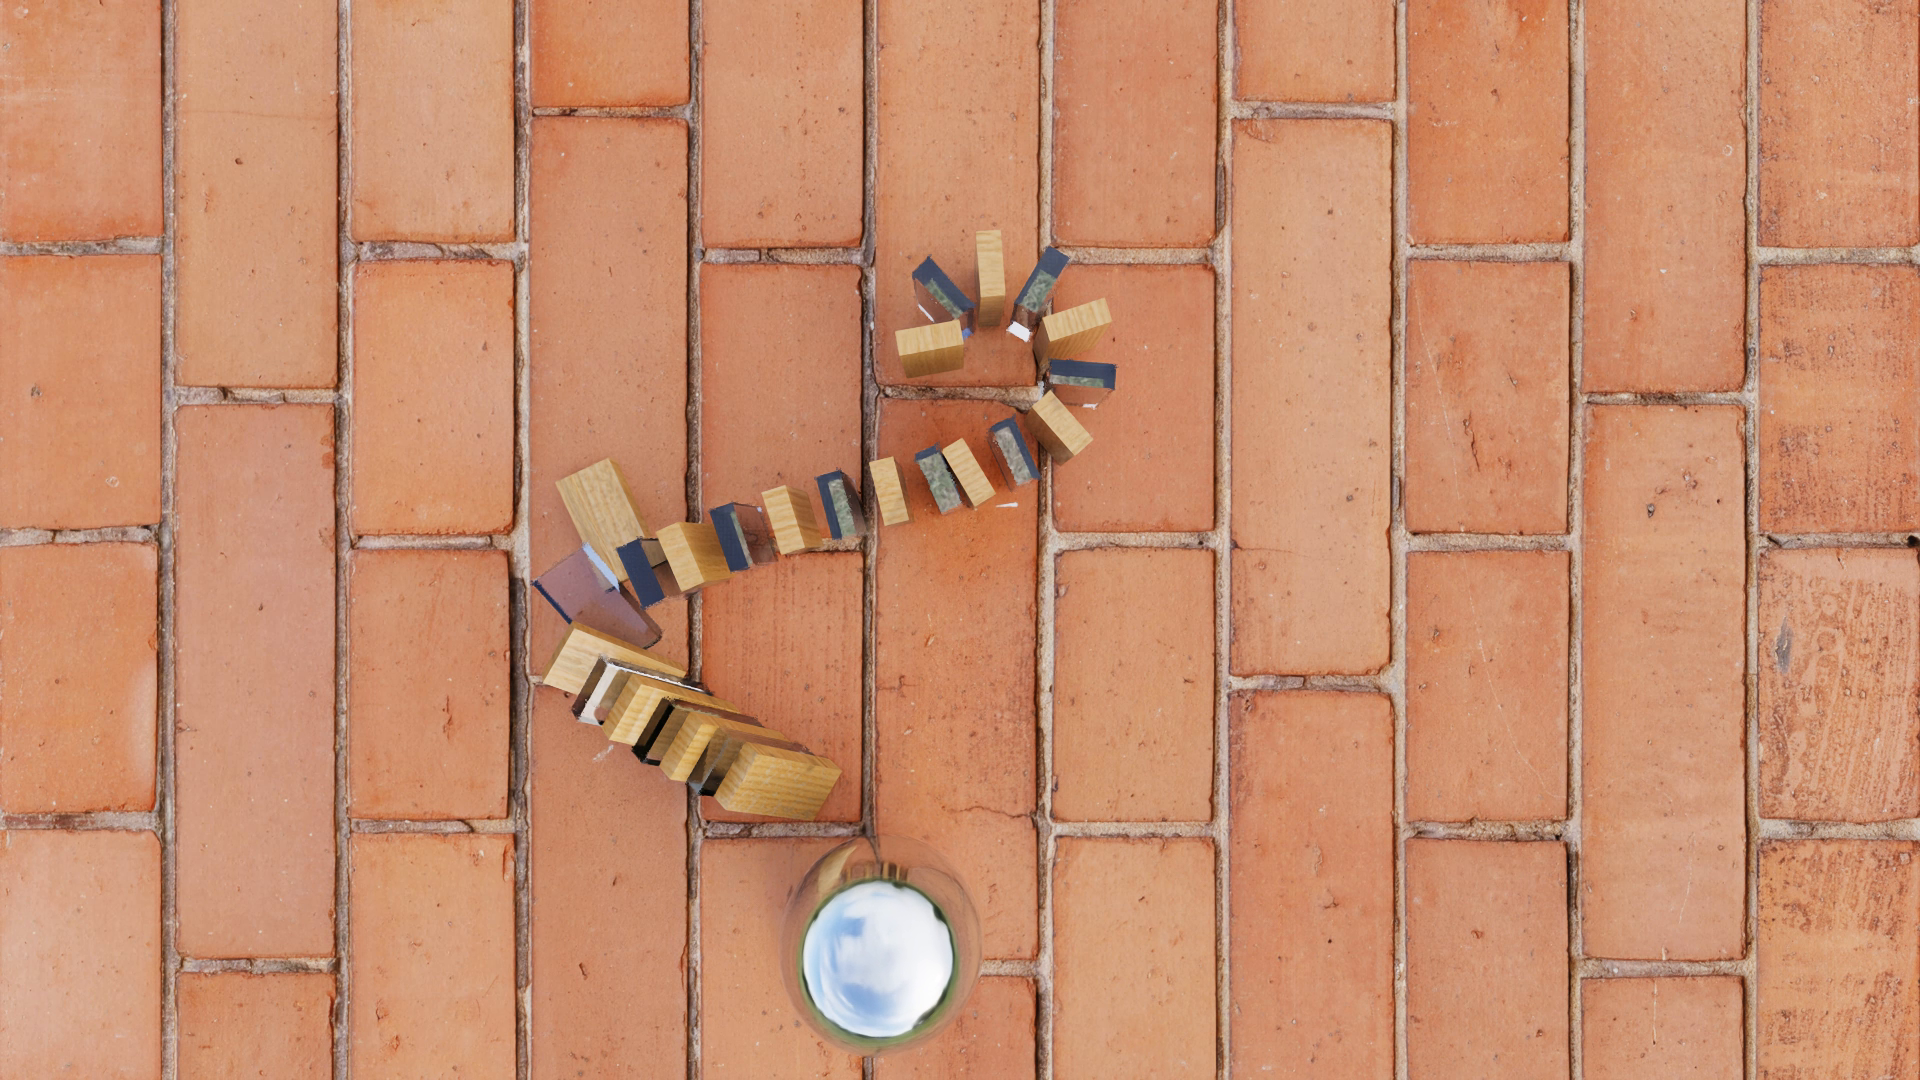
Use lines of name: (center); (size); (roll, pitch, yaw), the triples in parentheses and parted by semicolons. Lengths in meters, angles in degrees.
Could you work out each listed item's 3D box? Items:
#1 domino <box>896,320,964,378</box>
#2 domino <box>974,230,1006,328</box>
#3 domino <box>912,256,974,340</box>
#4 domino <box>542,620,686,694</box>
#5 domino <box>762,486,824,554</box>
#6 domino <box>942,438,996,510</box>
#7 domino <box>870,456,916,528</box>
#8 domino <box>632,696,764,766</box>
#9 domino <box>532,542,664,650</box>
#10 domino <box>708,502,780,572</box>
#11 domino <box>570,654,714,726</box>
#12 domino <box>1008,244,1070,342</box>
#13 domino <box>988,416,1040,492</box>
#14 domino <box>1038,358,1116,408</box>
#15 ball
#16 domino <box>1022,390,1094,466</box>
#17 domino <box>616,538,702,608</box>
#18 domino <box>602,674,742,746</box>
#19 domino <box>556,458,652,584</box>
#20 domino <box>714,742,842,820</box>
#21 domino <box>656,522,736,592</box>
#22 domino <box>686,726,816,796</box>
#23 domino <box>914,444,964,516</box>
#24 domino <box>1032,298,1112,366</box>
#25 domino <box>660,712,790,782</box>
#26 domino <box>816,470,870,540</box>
domino: (-0.012, -0.077, 0.375); (0.025, 0.050, 0.009); (-10, 90, 0)
domino: (0.012, -0.106, 0.375); (0.009, 0.050, 0.025); (-4, 90, 0)
domino: (-0.007, -0.096, 0.375); (0.009, 0.050, 0.025); (-43, 90, 0)
domino: (-0.144, 0.056, 0.383); (0.050, 0.009, 0.025); (30, 90, -32)
domino: (-0.068, -0.008, 0.375); (0.010, 0.050, 0.025); (-18, 90, 0)
domino: (0.003, -0.026, 0.375); (0.009, 0.050, 0.025); (-31, 90, 0)
domino: (-0.027, -0.019, 0.375); (0.009, 0.050, 0.025); (-14, 90, 0)
domino: (-0.106, 0.082, 0.378); (0.009, 0.050, 0.025); (30, 90, 40)
domino: (-0.152, 0.029, 0.387); (0.025, 0.010, 0.050); (-34, 109, 0)
domino: (-0.087, -0.001, 0.375); (0.009, 0.050, 0.025); (-19, 90, 0)
domino: (-0.131, 0.067, 0.379); (0.050, 0.009, 0.025); (28, 92, -43)
domino: (0.032, -0.100, 0.375); (0.010, 0.050, 0.025); (31, 90, 0)
domino: (0.021, -0.034, 0.375); (0.009, 0.050, 0.025); (-24, 90, 0)
domino: (0.047, -0.064, 0.375); (0.025, 0.050, 0.009); (5, 90, 0)
ball: (-0.031, 0.157, 0.360); (0.080, 0.080, 0.080); (0, 90, 0)
domino: (0.039, -0.045, 0.375); (0.009, 0.050, 0.025); (-41, 90, 0)
domino: (-0.122, 0.013, 0.375); (0.010, 0.050, 0.025); (-25, 90, 0)
domino: (-0.118, 0.074, 0.379); (0.050, 0.009, 0.025); (30, 90, -45)
domino: (-0.151, -0.007, 0.395); (0.025, 0.010, 0.050); (-25, 90, 0)
domino: (-0.074, 0.100, 0.378); (0.010, 0.050, 0.025); (30, 90, 40)
domino: (-0.107, 0.006, 0.375); (0.009, 0.050, 0.025); (-24, 90, 0)
domino: (-0.085, 0.094, 0.378); (0.009, 0.050, 0.025); (30, 90, 40)
domino: (-0.008, -0.023, 0.375); (0.010, 0.050, 0.025); (-24, 90, 0)
domino: (0.045, -0.084, 0.375); (0.025, 0.050, 0.010); (-18, 90, 0)
domino: (-0.096, 0.088, 0.378); (0.010, 0.050, 0.025); (30, 90, 40)
domino: (-0.047, -0.013, 0.375); (0.010, 0.050, 0.025); (-15, 90, 0)
